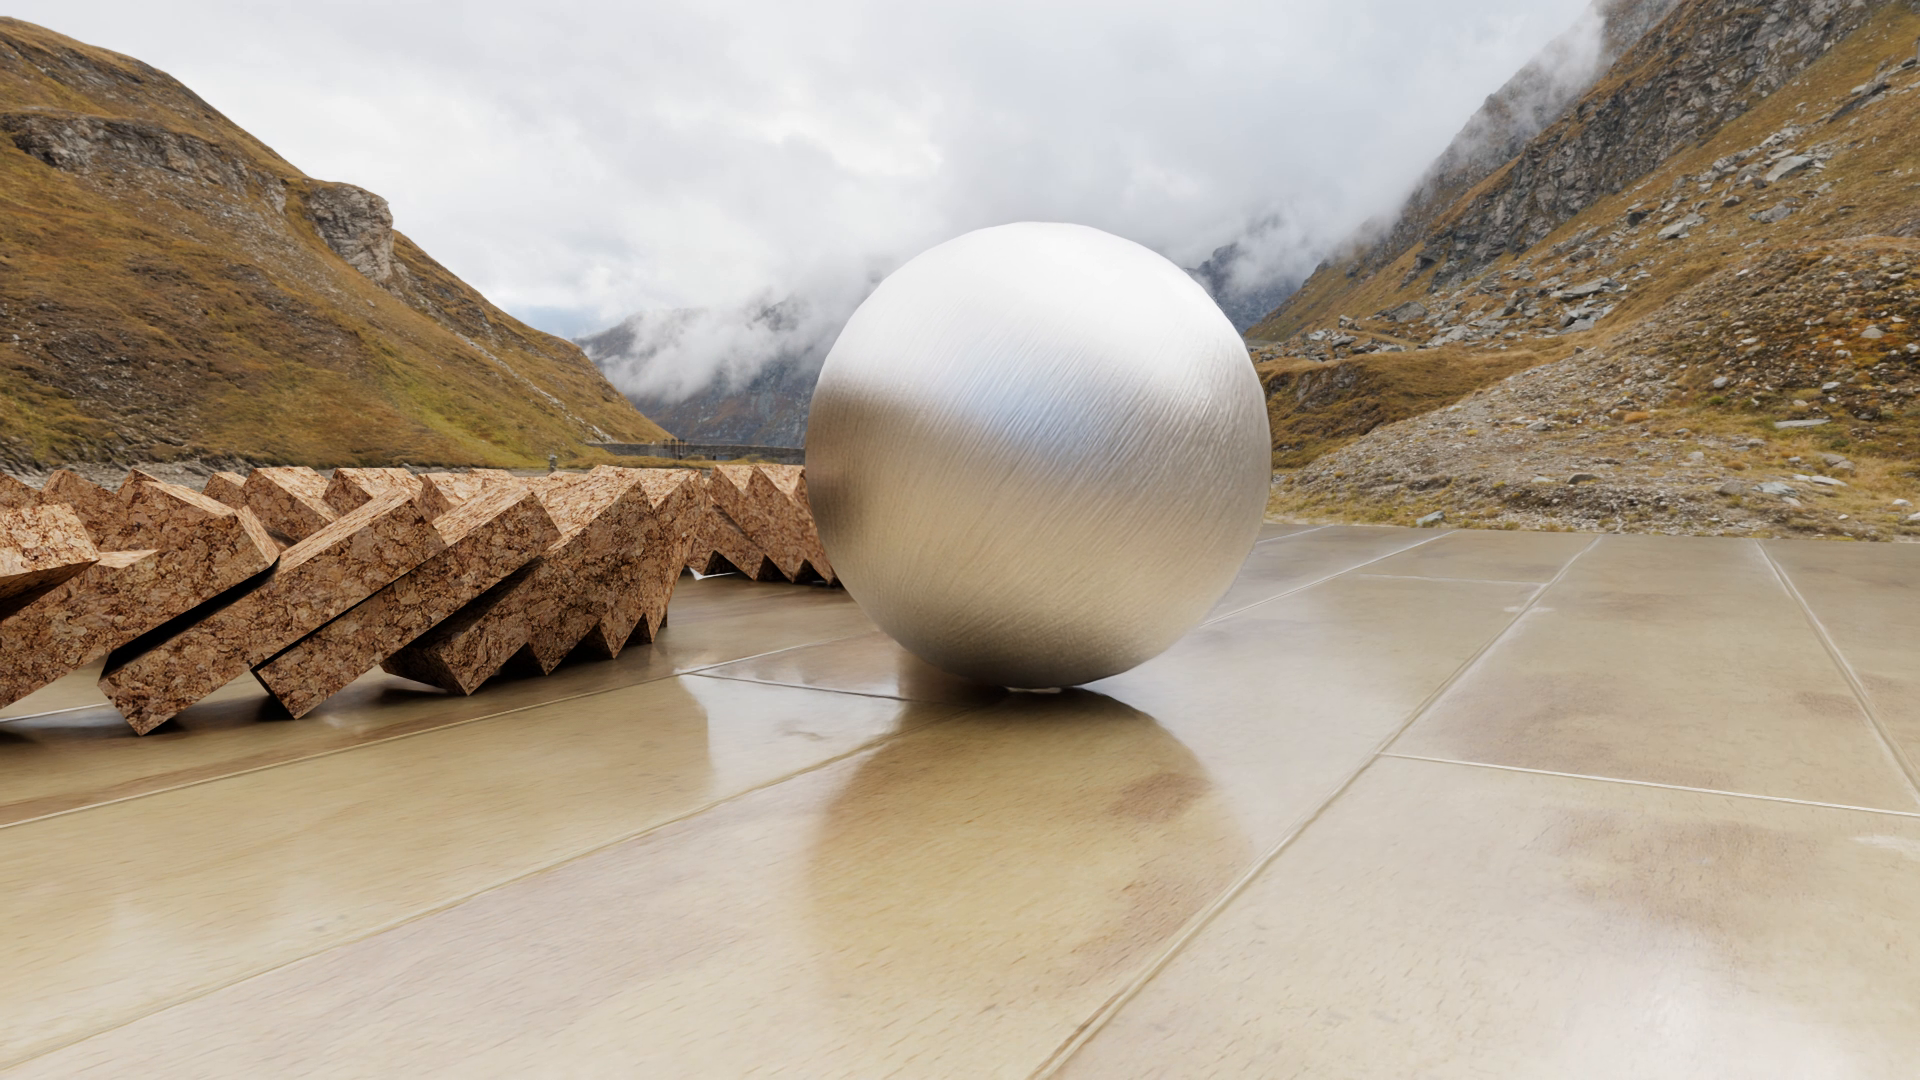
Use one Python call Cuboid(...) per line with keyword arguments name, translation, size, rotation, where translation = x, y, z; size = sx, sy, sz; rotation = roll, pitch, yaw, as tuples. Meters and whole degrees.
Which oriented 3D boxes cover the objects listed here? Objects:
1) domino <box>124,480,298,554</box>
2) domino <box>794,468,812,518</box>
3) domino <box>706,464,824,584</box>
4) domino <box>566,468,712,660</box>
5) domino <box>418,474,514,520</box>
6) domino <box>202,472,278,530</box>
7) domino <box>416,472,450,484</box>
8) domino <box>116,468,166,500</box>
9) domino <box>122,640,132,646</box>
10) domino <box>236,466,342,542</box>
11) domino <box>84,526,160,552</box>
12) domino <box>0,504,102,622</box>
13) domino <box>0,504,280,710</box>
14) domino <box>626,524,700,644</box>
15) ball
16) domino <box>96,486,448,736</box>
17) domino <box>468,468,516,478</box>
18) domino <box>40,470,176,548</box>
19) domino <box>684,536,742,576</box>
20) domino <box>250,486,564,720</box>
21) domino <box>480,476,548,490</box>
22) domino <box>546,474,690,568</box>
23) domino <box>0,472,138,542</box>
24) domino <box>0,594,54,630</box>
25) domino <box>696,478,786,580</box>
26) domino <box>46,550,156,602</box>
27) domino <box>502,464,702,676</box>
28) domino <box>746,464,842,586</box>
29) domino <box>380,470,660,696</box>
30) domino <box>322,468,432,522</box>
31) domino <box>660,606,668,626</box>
Cuboid(name="domino", translation=(-0.188, 0.001, 0.337), size=(0.050, 0.010, 0.025), rotation=(27, -5, -8))
Cuboid(name="domino", translation=(-0.027, -0.004, 0.384), size=(0.025, 0.010, 0.050), rotation=(-3, 38, -38))
Cuboid(name="domino", translation=(-0.056, -0.006, 0.408), size=(0.025, 0.009, 0.050), rotation=(-3, 39, -50))
Cuboid(name="domino", translation=(-0.075, 0.004, 0.273), size=(0.025, 0.010, 0.050), rotation=(2, 40, 17))
Cuboid(name="domino", translation=(-0.122, -0.001, 0.345), size=(0.025, 0.010, 0.050), rotation=(-3, 36, -50))
Cuboid(name="domino", translation=(-0.218, -0.005, 0.418), size=(0.050, 0.010, 0.025), rotation=(30, -6, -18))
Cuboid(name="domino", translation=(-0.159, -0.006, 0.435), size=(0.050, 0.010, 0.025), rotation=(29, 4, -2))
Cuboid(name="domino", translation=(-0.237, -0.005, 0.407), size=(0.050, 0.010, 0.025), rotation=(32, -13, -24))
Cuboid(name="domino", translation=(-0.144, 0.018, 0.268), size=(0.050, 0.010, 0.025), rotation=(1, 4, 14))
Cuboid(name="domino", translation=(-0.164, -0.001, 0.345), size=(0.050, 0.009, 0.025), rotation=(35, 5, 0))
Cuboid(name="domino", translation=(-0.199, 0.006, 0.311), size=(0.025, 0.010, 0.050), rotation=(4, -15, 46))
Cuboid(name="domino", translation=(-0.152, 0.012, 0.181), size=(0.050, 0.010, 0.025), rotation=(-29, 3, 9))
Cuboid(name="domino", translation=(-0.131, 0.012, 0.194), size=(0.050, 0.009, 0.025), rotation=(-33, 16, -19))
Cuboid(name="domino", translation=(-0.077, 0.004, 0.293), size=(0.025, 0.010, 0.050), rotation=(0, 35, 4))
Cuboid(name="ball", translation=(0.013, -0.014, 0.223), size=(0.080, 0.080, 0.080), rotation=(0, 4, 0))
Cuboid(name="domino", translation=(-0.109, 0.010, 0.205), size=(0.050, 0.010, 0.025), rotation=(-36, 22, -21))
Cuboid(name="domino", translation=(-0.141, -0.008, 0.436), size=(0.050, 0.009, 0.025), rotation=(29, 4, 2))
Cuboid(name="domino", translation=(-0.251, -0.004, 0.391), size=(0.025, 0.010, 0.050), rotation=(3, -27, 49))
Cuboid(name="domino", translation=(-0.094, -0.005, 0.429), size=(0.050, 0.010, 0.025), rotation=(32, 18, 24))
Cuboid(name="domino", translation=(-0.095, 0.009, 0.218), size=(0.050, 0.010, 0.025), rotation=(-40, 26, -28))
Cuboid(name="domino", translation=(-0.104, 0.001, 0.332), size=(0.025, 0.009, 0.050), rotation=(-3, 36, -38))
Cuboid(name="domino", translation=(-0.116, -0.006, 0.437), size=(0.050, 0.009, 0.025), rotation=(31, 12, 18))
Cuboid(name="domino", translation=(-0.262, -0.003, 0.374), size=(0.025, 0.009, 0.050), rotation=(2, -28, 39))
Cuboid(name="domino", translation=(-0.213, 0.016, 0.285), size=(0.025, 0.009, 0.050), rotation=(3, 5, 37))
Cuboid(name="domino", translation=(-0.072, -0.004, 0.419), size=(0.050, 0.010, 0.025), rotation=(34, 23, 30))
Cuboid(name="domino", translation=(-0.165, 0.009, 0.264), size=(0.050, 0.010, 0.025), rotation=(3, 5, 38))
Cuboid(name="domino", translation=(-0.077, 0.004, 0.255), size=(0.025, 0.010, 0.050), rotation=(8, 42, 28))
Cuboid(name="domino", translation=(-0.042, -0.005, 0.398), size=(0.025, 0.009, 0.050), rotation=(-1, 37, -46))
Cuboid(name="domino", translation=(-0.082, 0.006, 0.237), size=(0.025, 0.010, 0.050), rotation=(7, 41, 35))
Cuboid(name="domino", translation=(-0.145, -0.002, 0.348), size=(0.050, 0.009, 0.025), rotation=(36, 13, 13))
Cuboid(name="domino", translation=(-0.084, 0.003, 0.315), size=(0.025, 0.010, 0.050), rotation=(-1, 32, -11))
